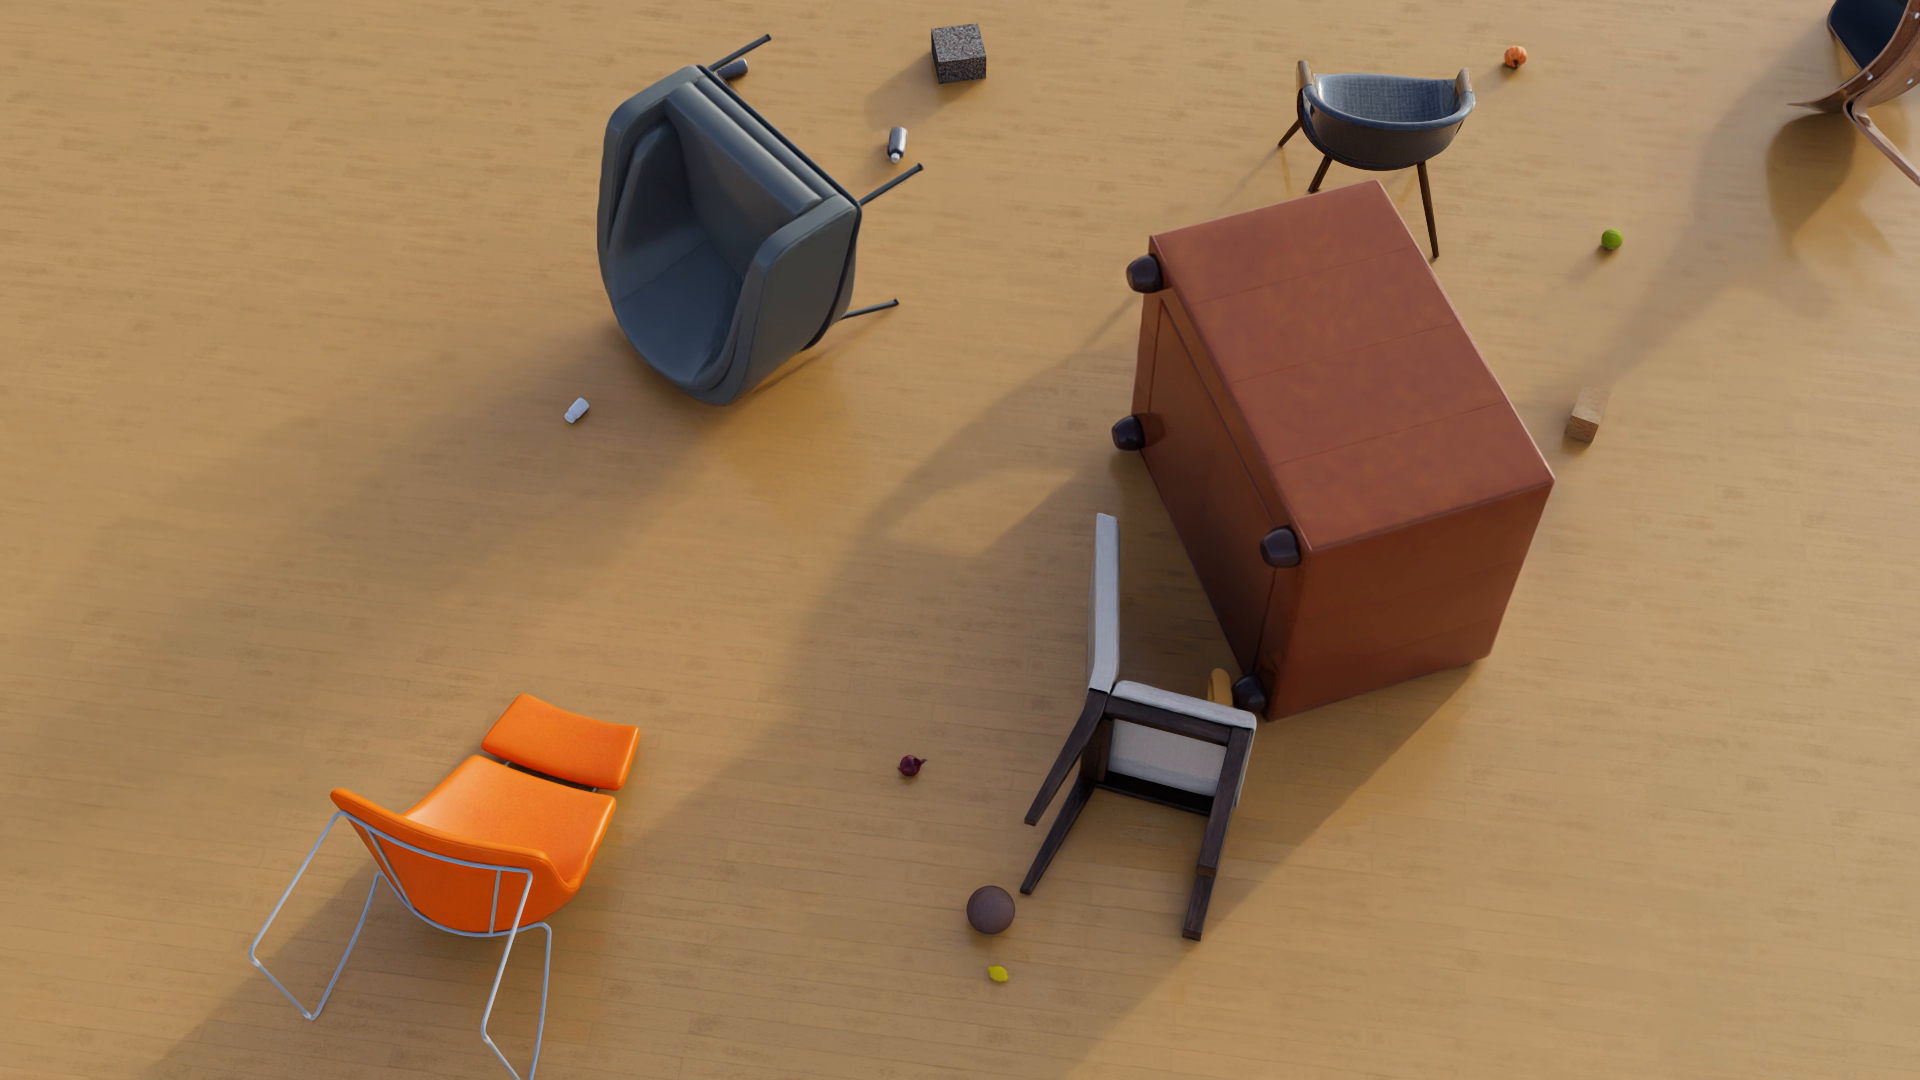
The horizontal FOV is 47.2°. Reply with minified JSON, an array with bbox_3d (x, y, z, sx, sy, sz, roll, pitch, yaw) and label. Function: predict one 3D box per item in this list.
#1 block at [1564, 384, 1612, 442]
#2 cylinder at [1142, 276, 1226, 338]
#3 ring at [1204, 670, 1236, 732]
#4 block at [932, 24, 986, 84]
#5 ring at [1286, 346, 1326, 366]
[{"bbox_3d":[1.936,-0.390,6.780,0.088,0.093,0.134,22,59,14],"label":"block"},{"bbox_3d":[0.709,-0.737,6.961,0.230,0.178,0.169,-8,88,-5],"label":"cylinder"},{"bbox_3d":[0.735,0.452,6.214,0.057,0.095,0.213,11,45,-17],"label":"ring"},{"bbox_3d":[-0.005,-1.692,7.648,0.166,0.101,0.168,-8,57,-5],"label":"block"},{"bbox_3d":[1.092,-0.584,6.954,0.128,0.021,0.072,10,58,7],"label":"ring"}]
